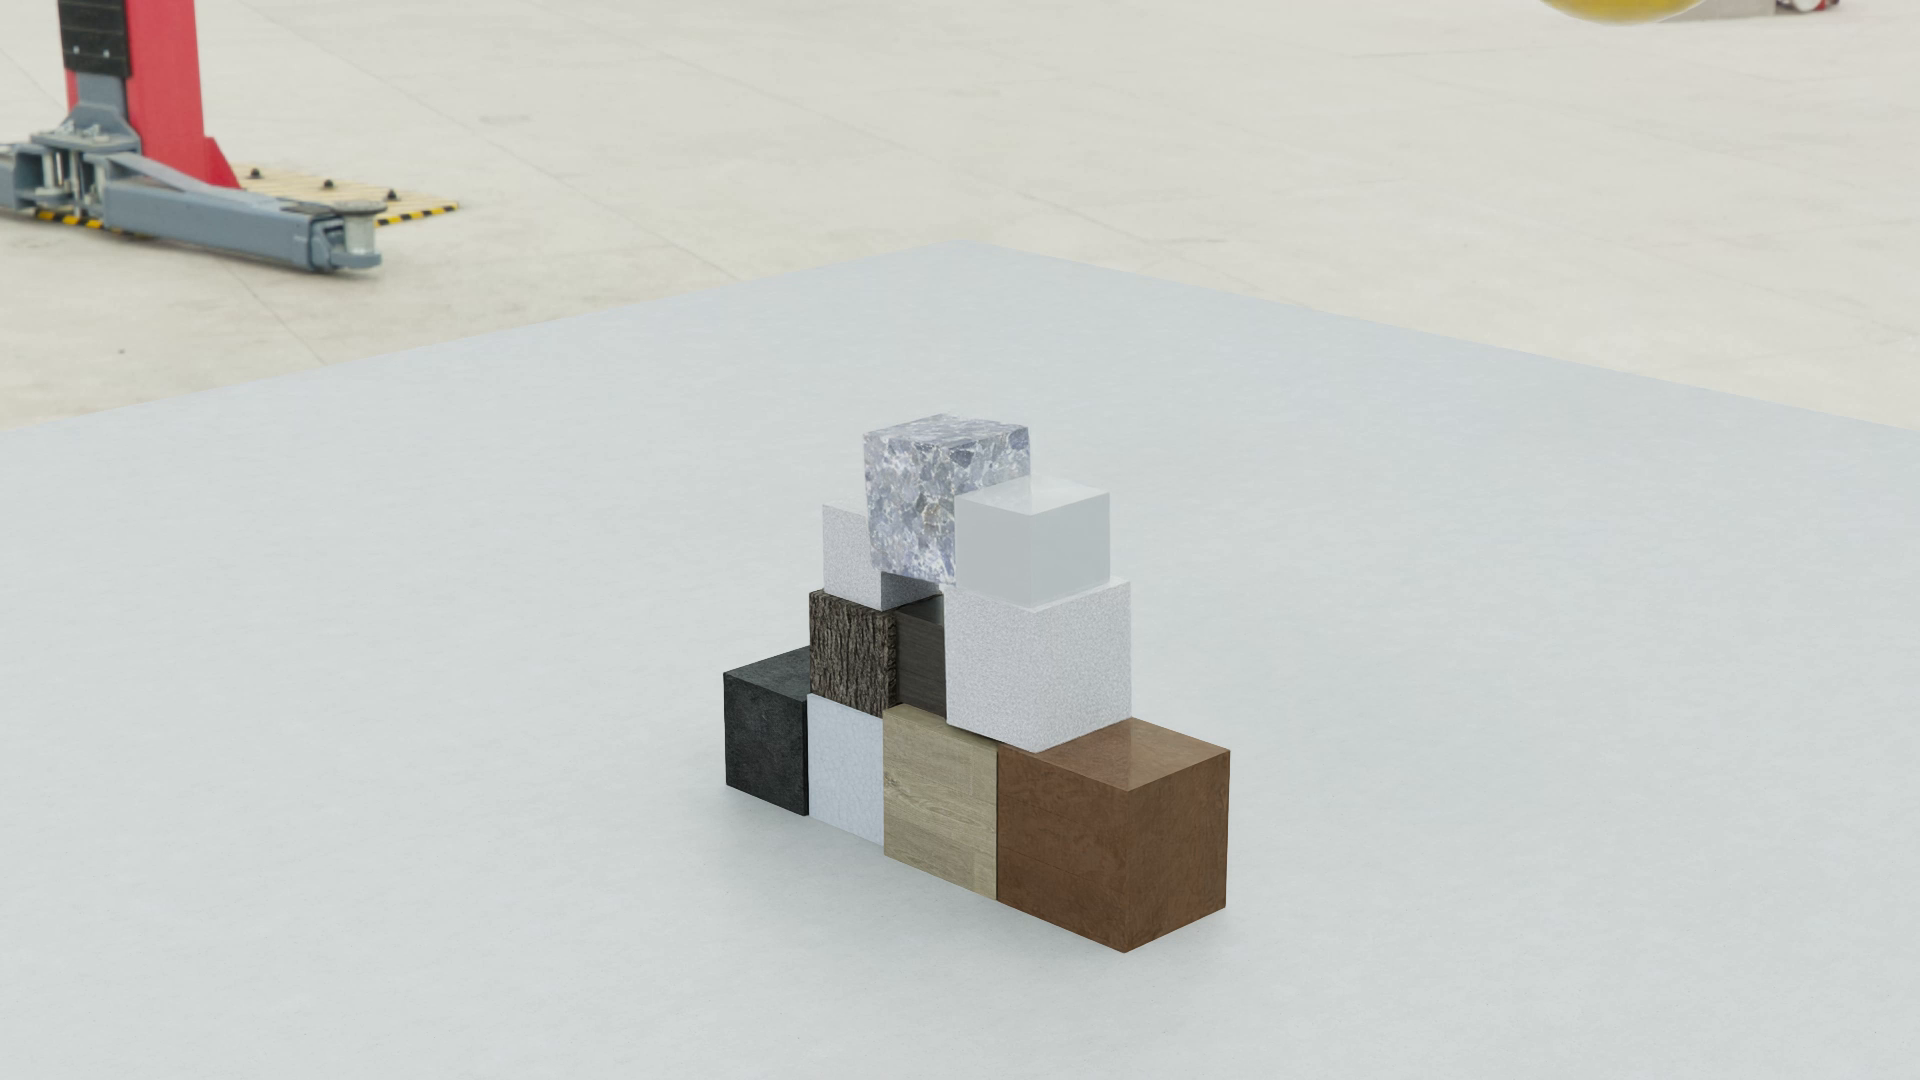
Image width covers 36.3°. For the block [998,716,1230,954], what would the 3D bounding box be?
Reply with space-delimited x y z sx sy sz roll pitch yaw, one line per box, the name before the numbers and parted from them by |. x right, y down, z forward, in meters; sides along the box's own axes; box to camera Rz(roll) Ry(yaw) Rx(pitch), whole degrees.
block | 0.680 1.274 13.034 0.678 0.754 0.764 -17 24 -42

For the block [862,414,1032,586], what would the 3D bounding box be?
block | -0.048 -0.189 13.329 0.506 0.634 0.560 -17 19 -42

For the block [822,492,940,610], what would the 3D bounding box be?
block | -0.370 0.038 13.750 0.379 0.433 0.390 -17 24 -42

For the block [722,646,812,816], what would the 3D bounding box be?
block | -0.736 0.924 14.422 0.618 0.590 0.574 -17 24 -42

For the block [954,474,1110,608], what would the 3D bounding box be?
block | 0.322 0.000 12.991 0.509 0.421 0.463 -17 22 -42

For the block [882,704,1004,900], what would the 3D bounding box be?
block | 0.150 1.129 13.555 0.700 0.718 0.729 -17 24 -42

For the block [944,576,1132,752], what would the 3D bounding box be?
block | 0.352 0.505 13.158 0.626 0.643 0.555 -17 22 -42

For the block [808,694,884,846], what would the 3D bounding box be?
block | -0.317 1.033 14.022 0.574 0.622 0.583 -17 24 -42

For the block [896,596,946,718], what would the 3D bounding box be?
block | 0.002 0.532 13.524 0.419 0.438 0.424 17 24 42

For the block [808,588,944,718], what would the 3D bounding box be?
block | -0.359 0.496 13.858 0.461 0.501 0.539 -17 24 -42

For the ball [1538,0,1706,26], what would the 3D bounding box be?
ball | 3.645 -3.619 16.025 1.600 1.600 1.600 0 17 0
